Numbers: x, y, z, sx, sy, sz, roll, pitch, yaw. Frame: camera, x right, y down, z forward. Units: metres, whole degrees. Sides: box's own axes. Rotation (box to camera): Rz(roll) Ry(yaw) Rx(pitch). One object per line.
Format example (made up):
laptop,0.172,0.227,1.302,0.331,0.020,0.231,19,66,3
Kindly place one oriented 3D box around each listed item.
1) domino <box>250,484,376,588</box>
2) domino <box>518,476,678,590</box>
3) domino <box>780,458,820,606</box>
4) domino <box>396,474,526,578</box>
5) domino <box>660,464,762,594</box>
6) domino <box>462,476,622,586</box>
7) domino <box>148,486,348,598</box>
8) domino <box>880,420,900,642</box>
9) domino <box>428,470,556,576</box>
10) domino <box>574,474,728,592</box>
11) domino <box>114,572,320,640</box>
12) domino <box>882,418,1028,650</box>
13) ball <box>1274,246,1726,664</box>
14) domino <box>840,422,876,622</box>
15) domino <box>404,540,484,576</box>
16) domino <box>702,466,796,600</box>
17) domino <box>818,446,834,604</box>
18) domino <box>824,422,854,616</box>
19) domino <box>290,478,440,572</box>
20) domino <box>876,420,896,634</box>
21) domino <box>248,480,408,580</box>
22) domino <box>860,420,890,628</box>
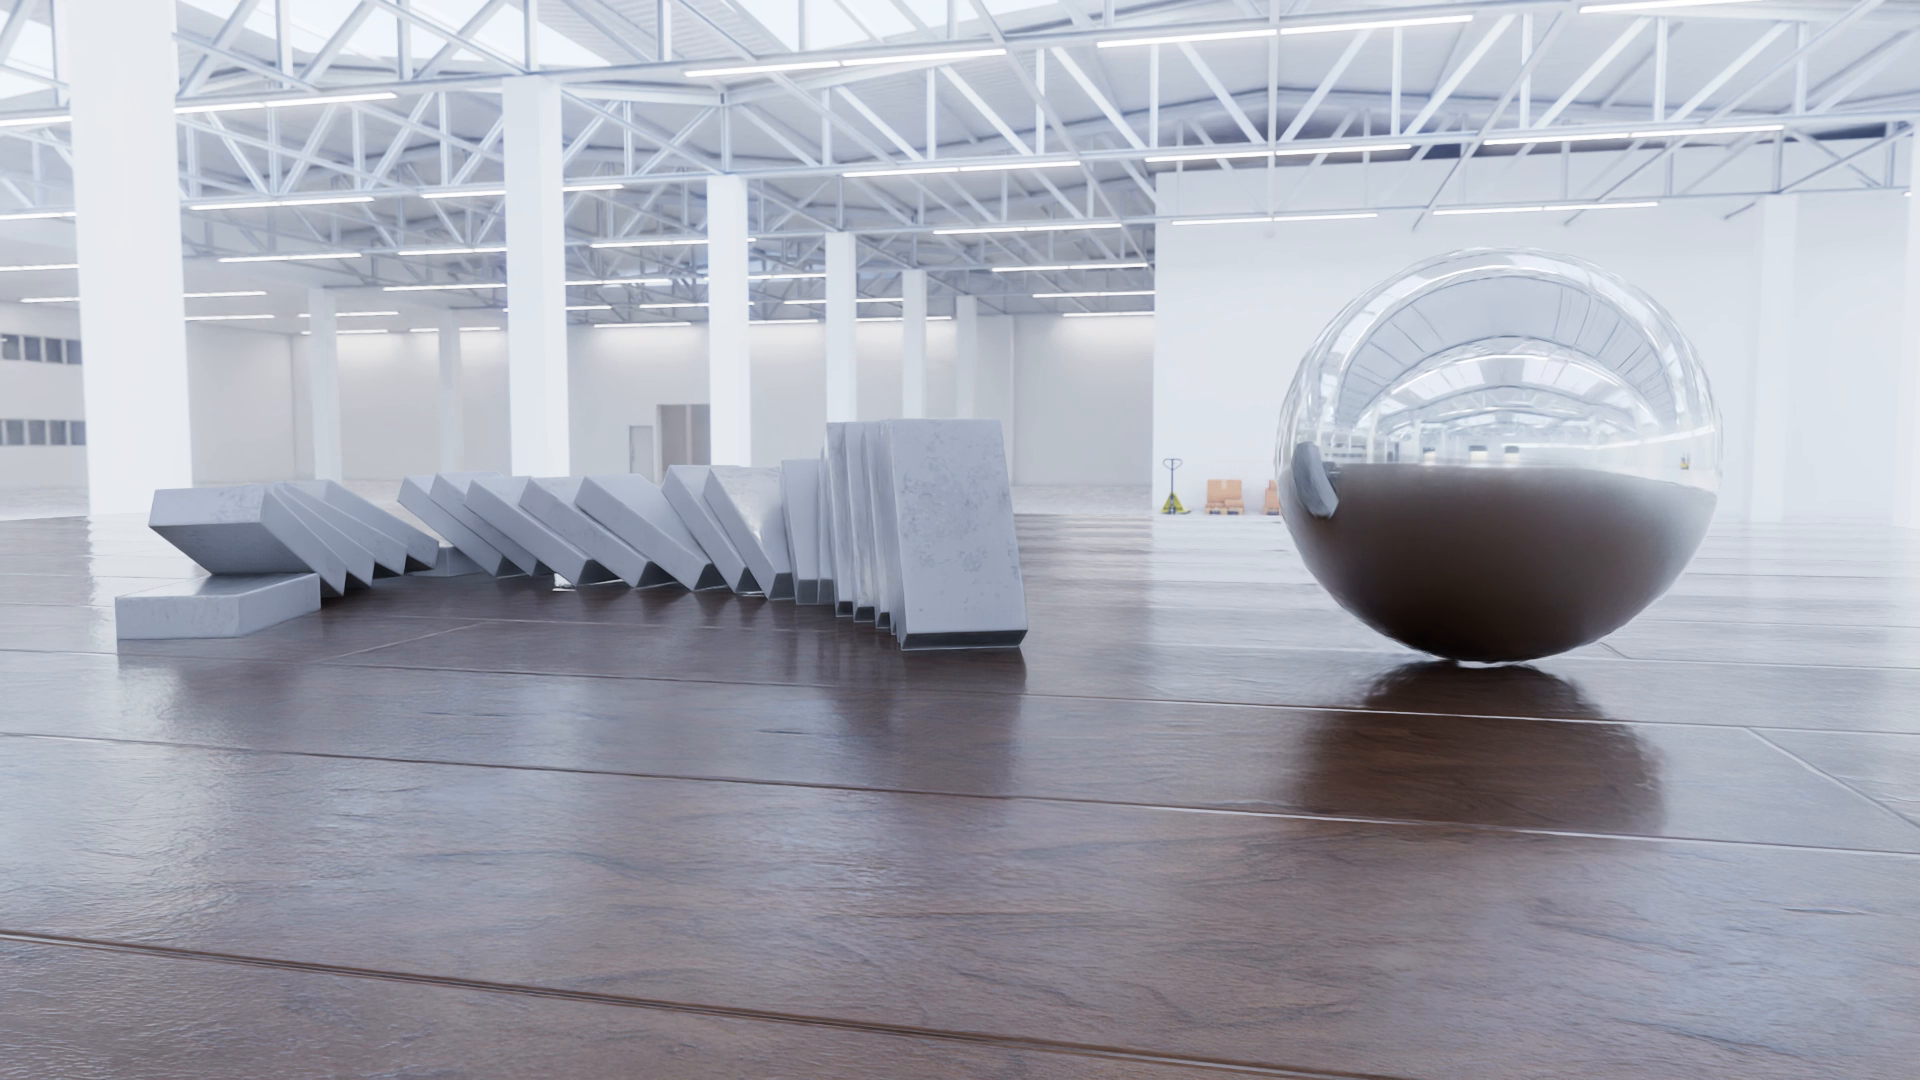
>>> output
domino,-0.183,0.000,0.346,0.025,0.010,0.050,-4,-23,4
domino,-0.108,-0.003,0.395,0.050,0.010,0.025,32,16,19
domino,-0.035,-0.003,0.356,0.025,0.010,0.050,-1,42,-14
domino,-0.160,-0.005,0.426,0.050,0.010,0.025,33,17,22
domino,-0.066,-0.004,0.383,0.025,0.010,0.050,-3,39,-42
domino,-0.127,-0.004,0.400,0.050,0.010,0.025,32,17,19
domino,-0.178,0.002,0.324,0.025,0.010,0.050,-2,-23,-4
domino,-0.003,-0.003,0.284,0.025,0.050,0.010,-1,-26,-12
domino,-0.145,-0.006,0.416,0.050,0.010,0.025,32,17,21
domino,-0.090,-0.003,0.388,0.050,0.009,0.025,34,17,19
domino,-0.174,0.015,0.304,0.025,0.010,0.050,-1,4,-8
domino,-0.002,-0.002,0.274,0.025,0.050,0.009,-1,-26,-12
ball,0.102,-0.016,0.249,0.080,0.080,0.080,0,4,0
domino,-0.015,-0.005,0.315,0.025,0.050,0.010,-1,-26,-12
domino,-0.185,0.006,0.430,0.050,0.010,0.025,1,4,15
domino,-0.053,-0.003,0.370,0.025,0.010,0.050,-3,39,-36
domino,-0.025,-0.004,0.343,0.025,0.009,0.050,4,45,-10
domino,-0.020,-0.006,0.326,0.025,0.050,0.010,-1,-26,-12
domino,-0.185,-0.003,0.389,0.025,0.010,0.050,-6,-23,15
domino,-0.005,-0.004,0.295,0.025,0.050,0.009,-1,-26,-12
domino,-0.186,-0.001,0.367,0.025,0.010,0.050,-6,-23,15
domino,-0.009,-0.004,0.306,0.025,0.050,0.009,-1,-26,-12
